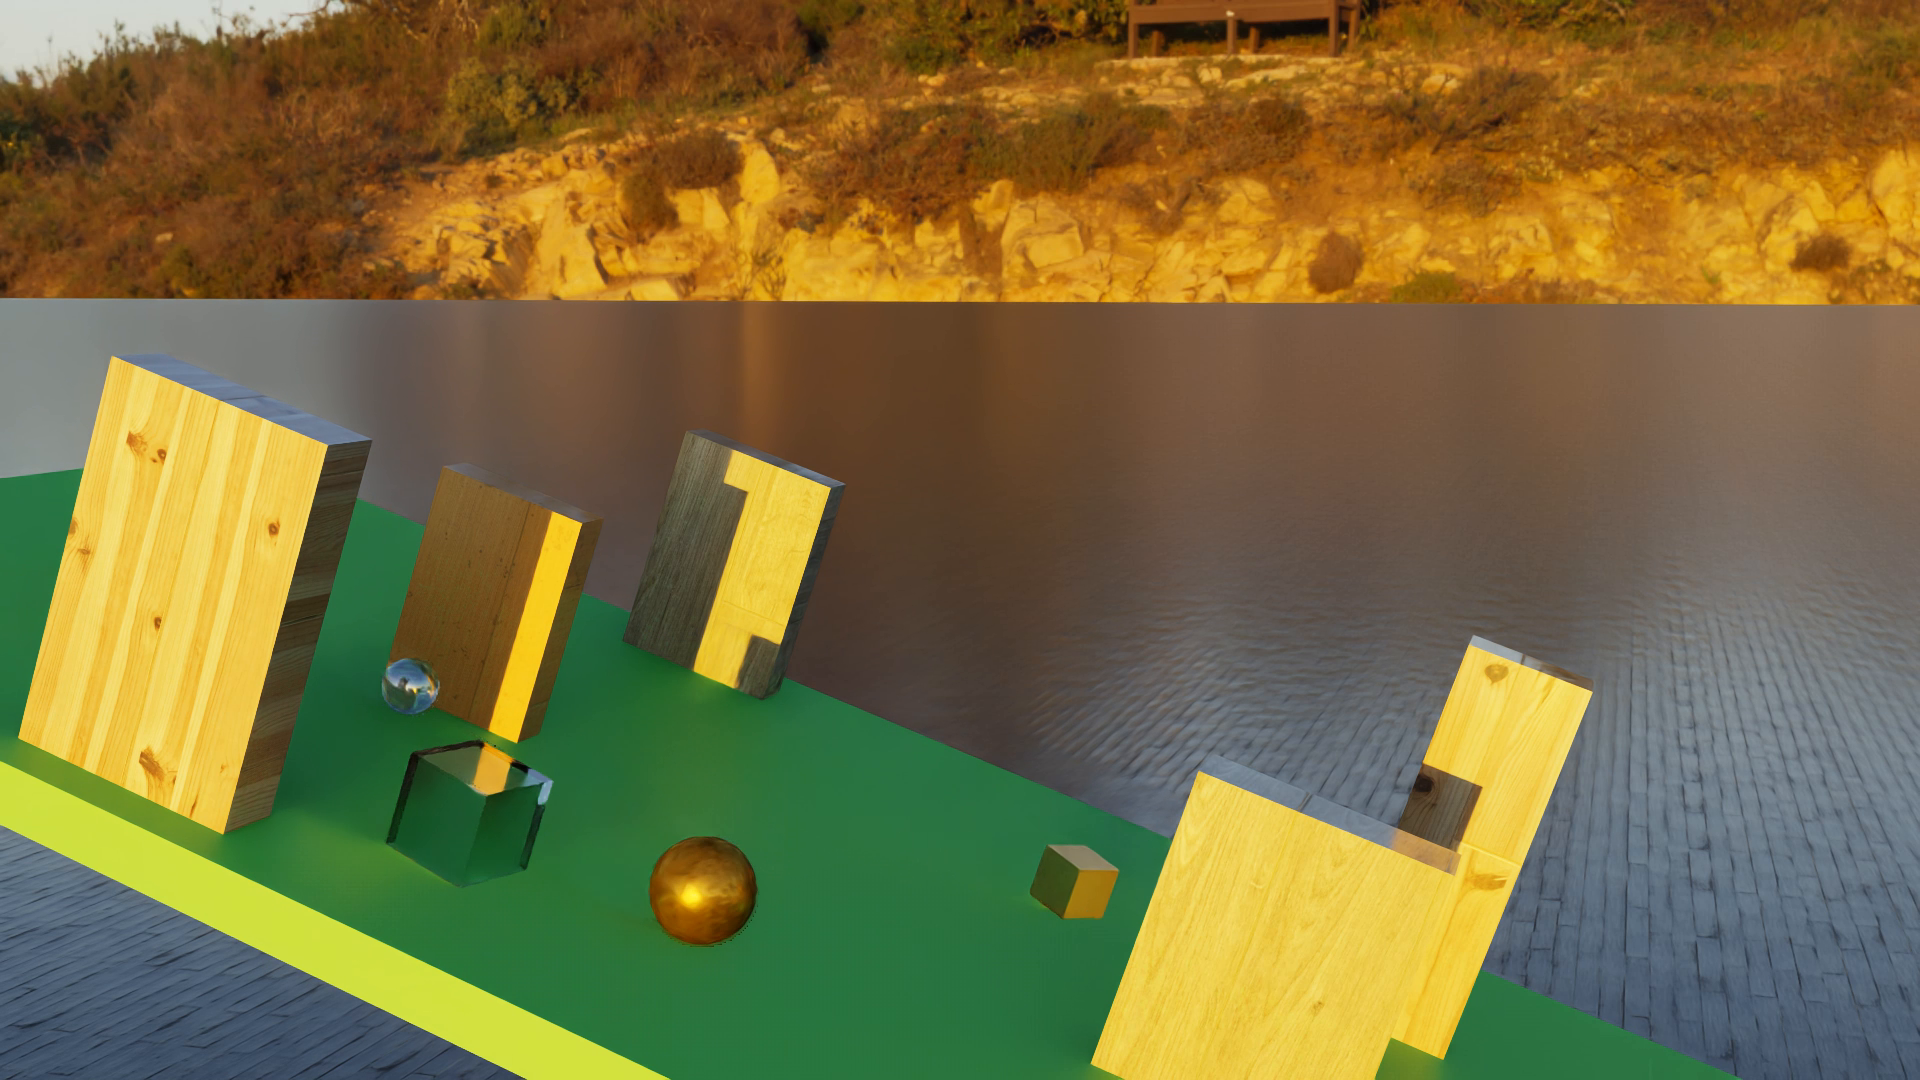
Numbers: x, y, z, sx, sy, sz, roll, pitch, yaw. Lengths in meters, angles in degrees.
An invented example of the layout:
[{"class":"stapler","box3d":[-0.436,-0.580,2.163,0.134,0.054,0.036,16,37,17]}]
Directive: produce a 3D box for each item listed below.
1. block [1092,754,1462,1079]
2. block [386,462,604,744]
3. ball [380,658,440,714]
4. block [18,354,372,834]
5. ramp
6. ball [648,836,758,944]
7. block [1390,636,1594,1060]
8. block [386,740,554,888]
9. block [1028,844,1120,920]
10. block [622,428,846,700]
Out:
[{"class":"block","box3d":[0.525,0.704,3.679,0.440,0.547,0.137,22,12,14]},{"class":"block","box3d":[-0.920,0.121,4.320,0.313,0.461,0.094,22,12,14]},{"class":"ball","box3d":[-1.060,0.282,4.240,0.109,0.109,0.109,0,7,0]},{"class":"block","box3d":[-1.235,0.082,3.539,0.407,0.662,0.125,22,12,14]},{"class":"ramp","box3d":[-0.345,0.640,4.218,4.000,0.100,2.000,22,12,14]},{"class":"ball","box3d":[-0.429,0.584,3.668,0.180,0.180,0.180,0,7,0]},{"class":"block","box3d":[0.966,0.595,4.264,0.240,0.780,0.120,22,12,14]},{"class":"block","box3d":[-0.821,0.455,3.680,0.169,0.169,0.169,24,13,25]},{"class":"block","box3d":[0.227,0.682,4.386,0.109,0.109,0.109,8,16,-41]},{"class":"block","box3d":[-0.523,0.054,5.071,0.370,0.521,0.101,22,12,14]}]
